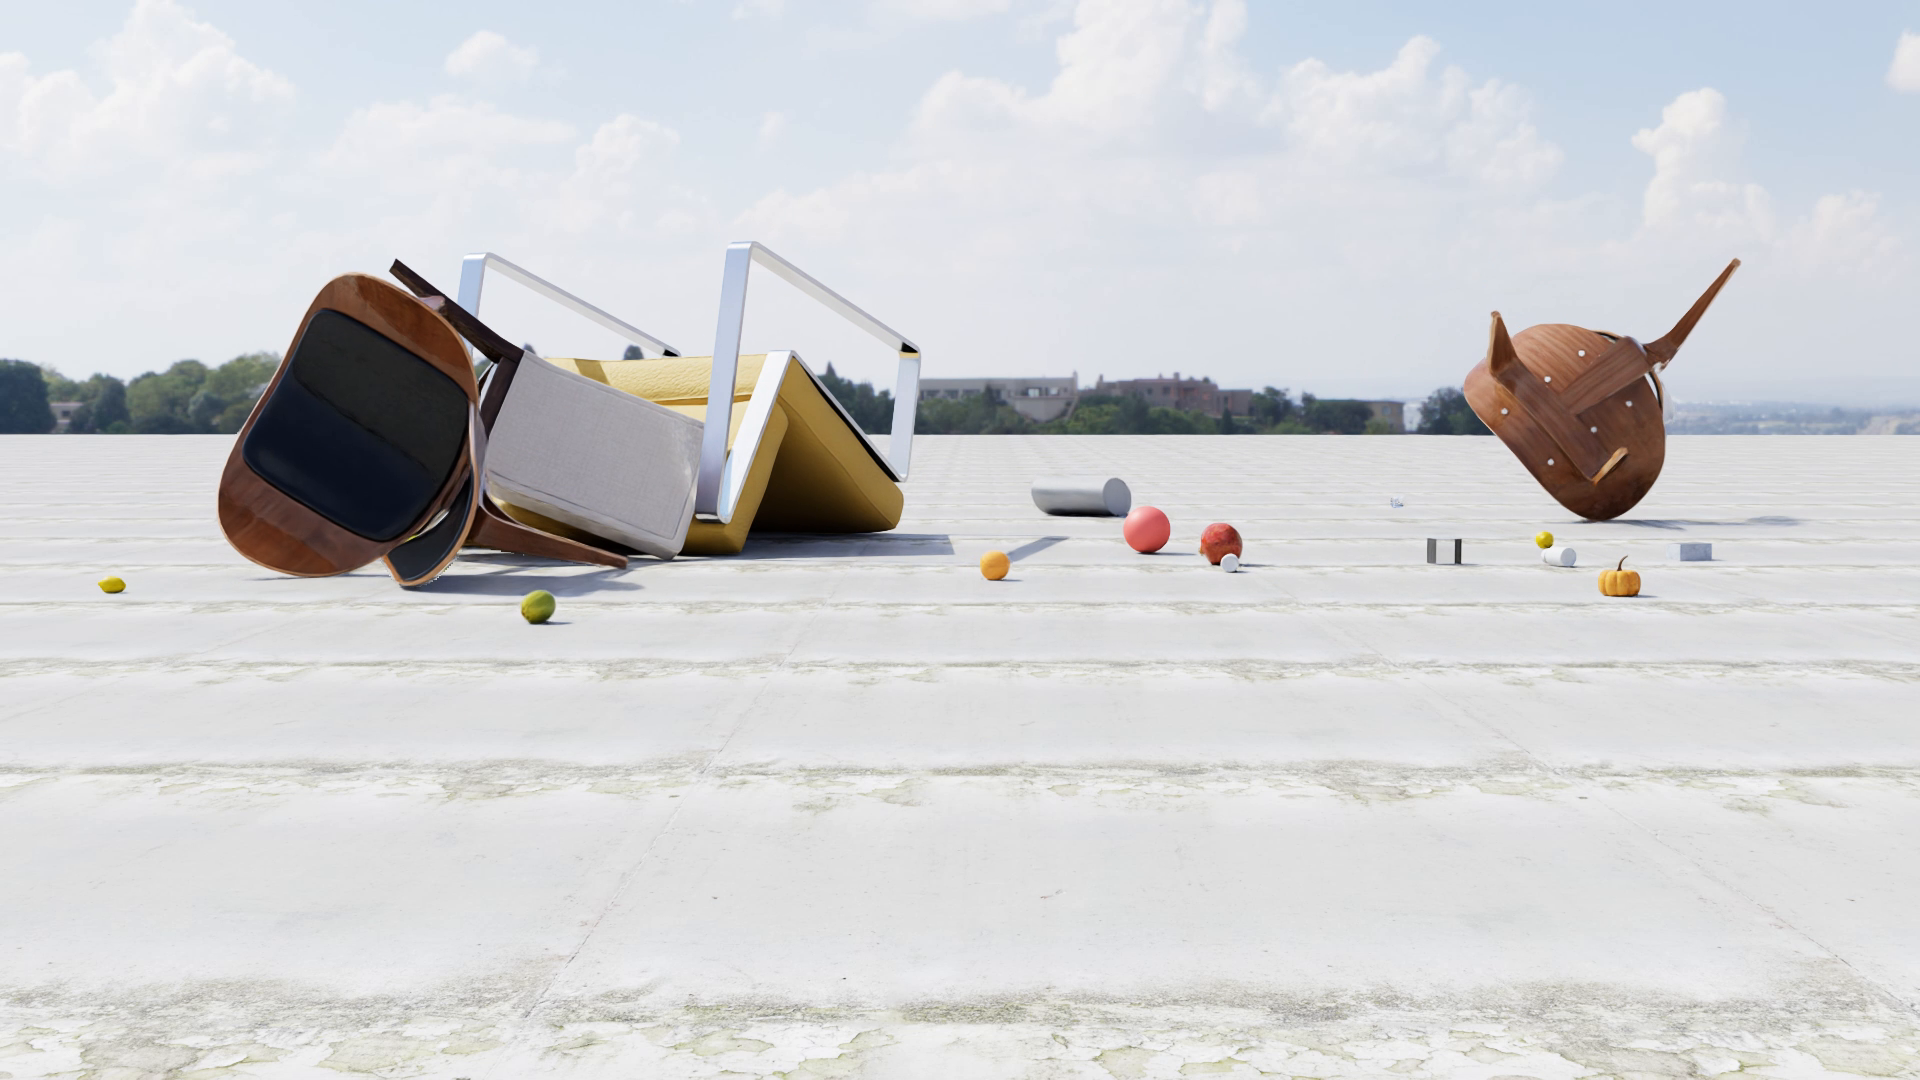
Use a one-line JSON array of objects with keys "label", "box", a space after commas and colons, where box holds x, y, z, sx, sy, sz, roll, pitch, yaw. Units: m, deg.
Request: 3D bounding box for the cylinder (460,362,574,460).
[{"label": "cylinder", "box": [-1.245, -0.363, 6.190, 0.276, 0.230, 0.150, 15, 45, 8]}]

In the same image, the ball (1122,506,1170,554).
[{"label": "ball", "box": [0.511, -0.028, 6.012, 0.130, 0.130, 0.130, 0, 4, 0]}]

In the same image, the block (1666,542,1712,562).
[{"label": "block", "box": [1.916, 0.031, 5.780, 0.113, 0.044, 0.049, -2, 4, -27]}]

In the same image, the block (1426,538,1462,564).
[{"label": "block", "box": [1.245, 0.028, 5.654, 0.068, 0.066, 0.058, -1, 4, -17]}]

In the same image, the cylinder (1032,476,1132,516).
[{"label": "cylinder", "box": [0.434, -0.158, 7.839, 0.279, 0.131, 0.250, 2, -7, 29]}]
